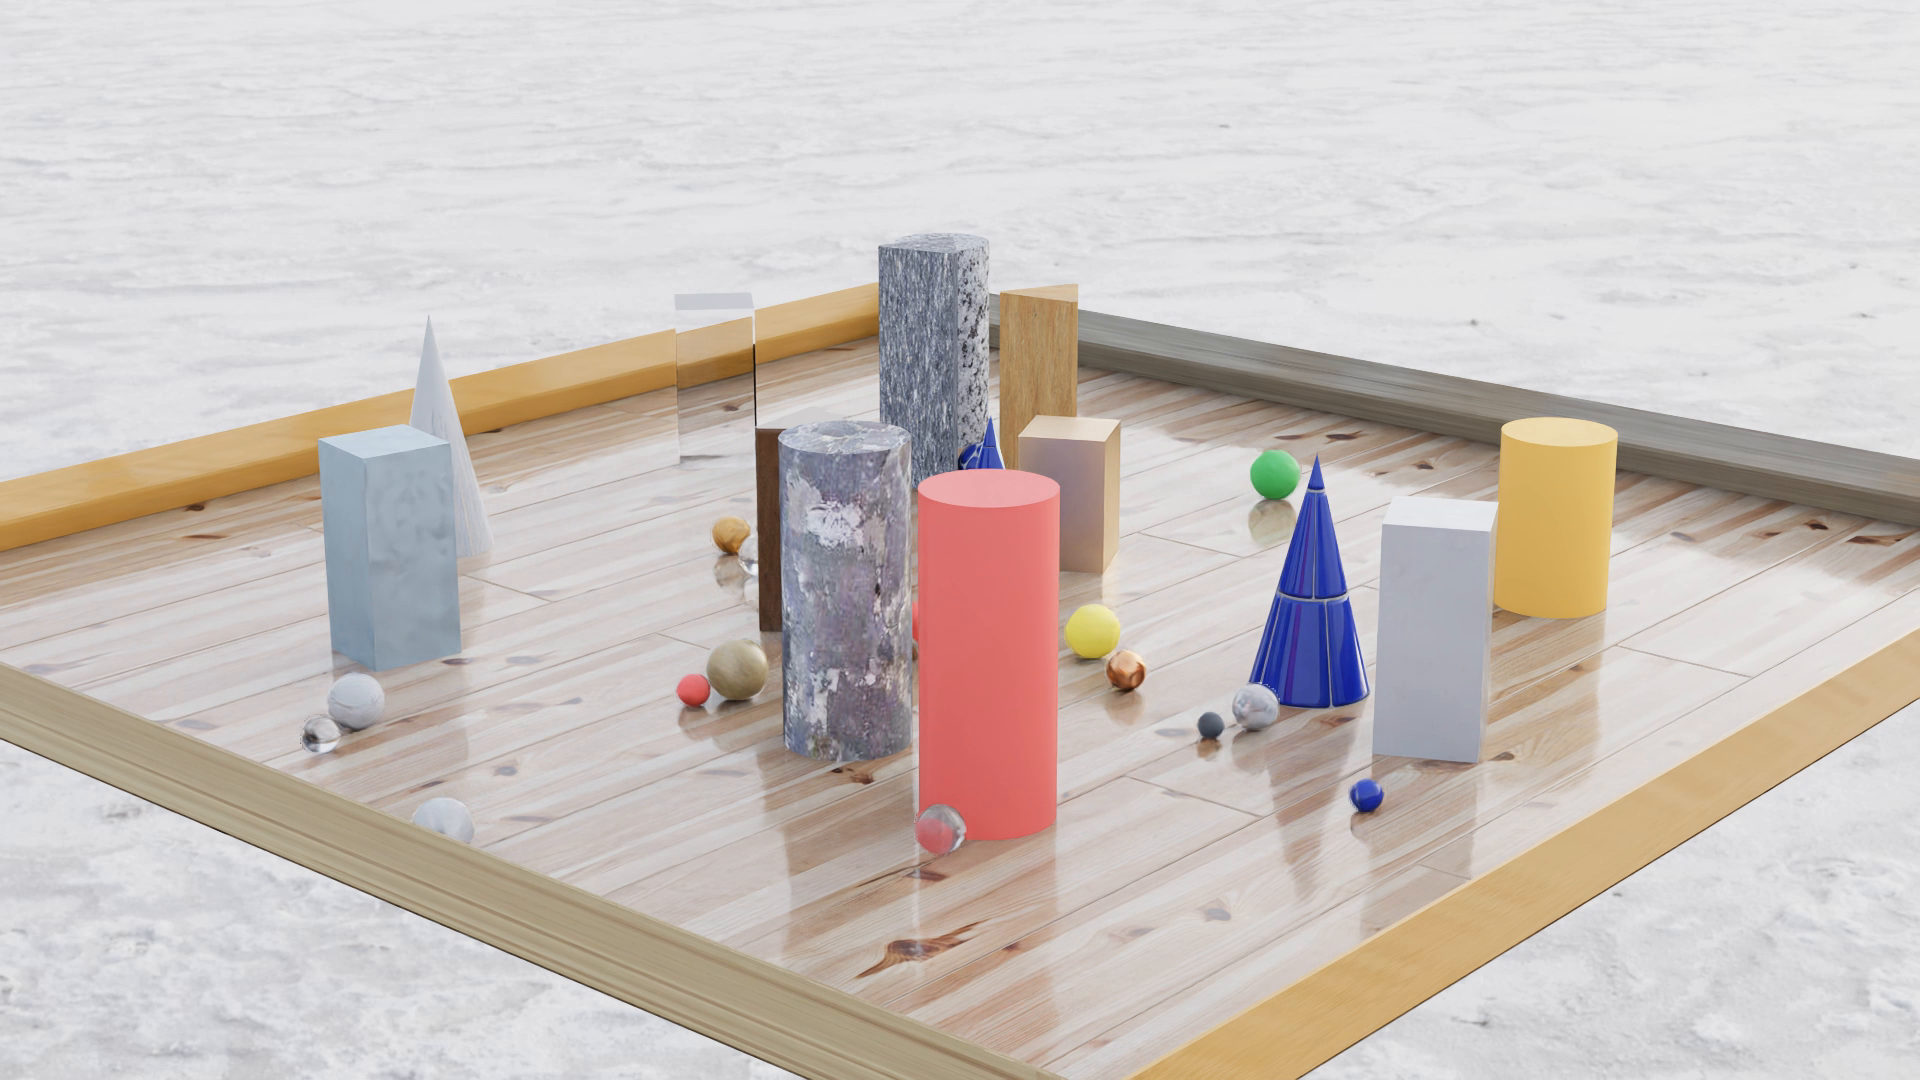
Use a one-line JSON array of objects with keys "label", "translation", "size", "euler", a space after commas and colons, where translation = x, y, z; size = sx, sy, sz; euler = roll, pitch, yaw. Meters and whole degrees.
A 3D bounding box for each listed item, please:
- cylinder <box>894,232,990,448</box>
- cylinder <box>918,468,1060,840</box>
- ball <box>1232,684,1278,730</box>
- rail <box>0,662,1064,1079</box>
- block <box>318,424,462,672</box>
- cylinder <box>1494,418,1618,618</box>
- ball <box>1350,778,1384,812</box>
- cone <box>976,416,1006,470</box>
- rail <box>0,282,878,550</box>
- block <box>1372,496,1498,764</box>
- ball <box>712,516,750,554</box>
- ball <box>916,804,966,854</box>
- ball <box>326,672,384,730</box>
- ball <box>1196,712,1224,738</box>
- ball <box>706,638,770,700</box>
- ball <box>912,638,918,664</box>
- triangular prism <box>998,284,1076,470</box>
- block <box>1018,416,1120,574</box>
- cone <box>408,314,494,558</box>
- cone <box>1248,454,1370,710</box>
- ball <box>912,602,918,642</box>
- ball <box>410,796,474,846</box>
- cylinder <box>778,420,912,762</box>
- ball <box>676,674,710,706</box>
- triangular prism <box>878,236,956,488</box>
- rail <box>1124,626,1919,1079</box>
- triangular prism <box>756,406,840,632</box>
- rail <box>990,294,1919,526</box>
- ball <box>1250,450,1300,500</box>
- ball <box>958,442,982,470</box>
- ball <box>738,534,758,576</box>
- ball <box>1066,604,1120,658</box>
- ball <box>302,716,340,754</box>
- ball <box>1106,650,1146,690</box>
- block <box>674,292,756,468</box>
[{"label": "cylinder", "translation": [-0.037, -0.417, 6.111], "size": [0.196, 0.416, 0.196], "euler": [0, 17, 0]}, {"label": "cylinder", "translation": [0.040, 0.158, 4.092], "size": [0.196, 0.481, 0.196], "euler": [0, 17, 0]}, {"label": "ball", "translation": [0.451, 0.256, 4.479], "size": [0.071, 0.071, 0.071], "euler": [0, 17, 0]}, {"label": "rail", "translation": [-0.968, 0.354, 4.053], "size": [2.994, 0.127, 0.045], "euler": [14, 22, 39]}, {"label": "block", "translation": [-0.932, 0.011, 4.794], "size": [0.157, 0.358, 0.157], "euler": [-13, 21, -37]}, {"label": "cylinder", "translation": [1.024, -0.040, 5.054], "size": [0.196, 0.304, 0.196], "euler": [0, 17, 0]}, {"label": "ball", "translation": [0.579, 0.362, 4.167], "size": [0.047, 0.047, 0.047], "euler": [0, 17, 0]}, {"label": "cone", "translation": [0.051, -0.037, 4.949], "size": [0.196, 0.361, 0.196], "euler": [0, 17, 0]}, {"label": "rail", "translation": [-1.113, -0.247, 6.045], "size": [0.045, 0.127, 3.000], "euler": [14, 22, 39]}, {"label": "block", "translation": [0.712, 0.132, 4.390], "size": [0.157, 0.359, 0.157], "euler": [4, 17, 14]}, {"label": "ball", "translation": [-0.417, -0.011, 5.363], "size": [0.070, 0.070, 0.070], "euler": [0, 17, 0]}, {"label": "ball", "translation": [-0.026, 0.396, 4.017], "size": [0.068, 0.068, 0.068], "euler": [0, 17, 0]}, {"label": "ball", "translation": [-0.923, 0.246, 4.482], "size": [0.087, 0.087, 0.087], "euler": [0, 17, 0]}, {"label": "ball", "translation": [0.380, 0.281, 4.448], "size": [0.041, 0.041, 0.041], "euler": [0, 17, 0]}, {"label": "ball", "translation": [-0.349, 0.203, 4.608], "size": [0.098, 0.098, 0.098], "euler": [0, 17, 0]}, {"label": "ball", "translation": [-0.092, 0.180, 4.758], "size": [0.055, 0.055, 0.055], "euler": [0, 17, 0]}, {"label": "triangular prism", "translation": [0.187, -0.288, 5.707], "size": [0.169, 0.403, 0.147], "euler": [10, 20, 31]}, {"label": "block", "translation": [0.198, -0.084, 5.303], "size": [0.157, 0.245, 0.157], "euler": [4, 17, 13]}, {"label": "cone", "translation": [-0.959, -0.201, 5.357], "size": [0.196, 0.437, 0.196], "euler": [0, 17, 0]}, {"label": "cone", "translation": [0.555, 0.051, 4.612], "size": [0.196, 0.387, 0.196], "euler": [0, 17, 0]}, {"label": "ball", "translation": [-0.079, 0.141, 4.845], "size": [0.080, 0.080, 0.080], "euler": [0, 17, 0]}, {"label": "ball", "translation": [-0.706, 0.393, 3.996], "size": [0.086, 0.086, 0.086], "euler": [0, 17, 0]}, {"label": "cylinder", "translation": [-0.170, 0.075, 4.382], "size": [0.196, 0.473, 0.196], "euler": [0, 17, 0]}, {"label": "ball", "translation": [-0.416, 0.234, 4.583], "size": [0.052, 0.052, 0.052], "euler": [0, 17, 0]}, {"label": "triangular prism", "translation": [-0.051, -0.350, 5.782], "size": [0.169, 0.478, 0.147], "euler": [8, 19, 26]}, {"label": "rail", "translation": [1.113, 0.311, 4.195], "size": [0.045, 0.127, 3.000], "euler": [14, 22, 39]}, {"label": "triangular prism", "translation": [-0.250, -0.036, 4.956], "size": [0.169, 0.354, 0.147], "euler": [0, 17, 2]}, {"label": "rail", "translation": [0.968, -0.290, 6.187], "size": [2.994, 0.127, 0.045], "euler": [14, 22, 39]}, {"label": "ball", "translation": [0.613, -0.128, 5.704], "size": [0.097, 0.097, 0.097], "euler": [0, 17, 0]}, {"label": "ball", "translation": [0.041, -0.146, 5.772], "size": [0.093, 0.093, 0.093], "euler": [0, 17, 0]}, {"label": "ball", "translation": [-0.358, 0.026, 5.231], "size": [0.076, 0.076, 0.076], "euler": [0, 17, 0]}, {"label": "ball", "translation": [0.219, 0.149, 4.801], "size": [0.089, 0.089, 0.089], "euler": [0, 17, 0]}, {"label": "ball", "translation": [-0.956, 0.291, 4.386], "size": [0.056, 0.056, 0.056], "euler": [0, 17, 0]}, {"label": "ball", "translation": [0.265, 0.207, 4.653], "size": [0.064, 0.064, 0.064], "euler": [0, 17, 0]}, {"label": "block", "translation": [-0.497, -0.326, 5.963], "size": [0.157, 0.327, 0.157], "euler": [-2, 17, -6]}]
